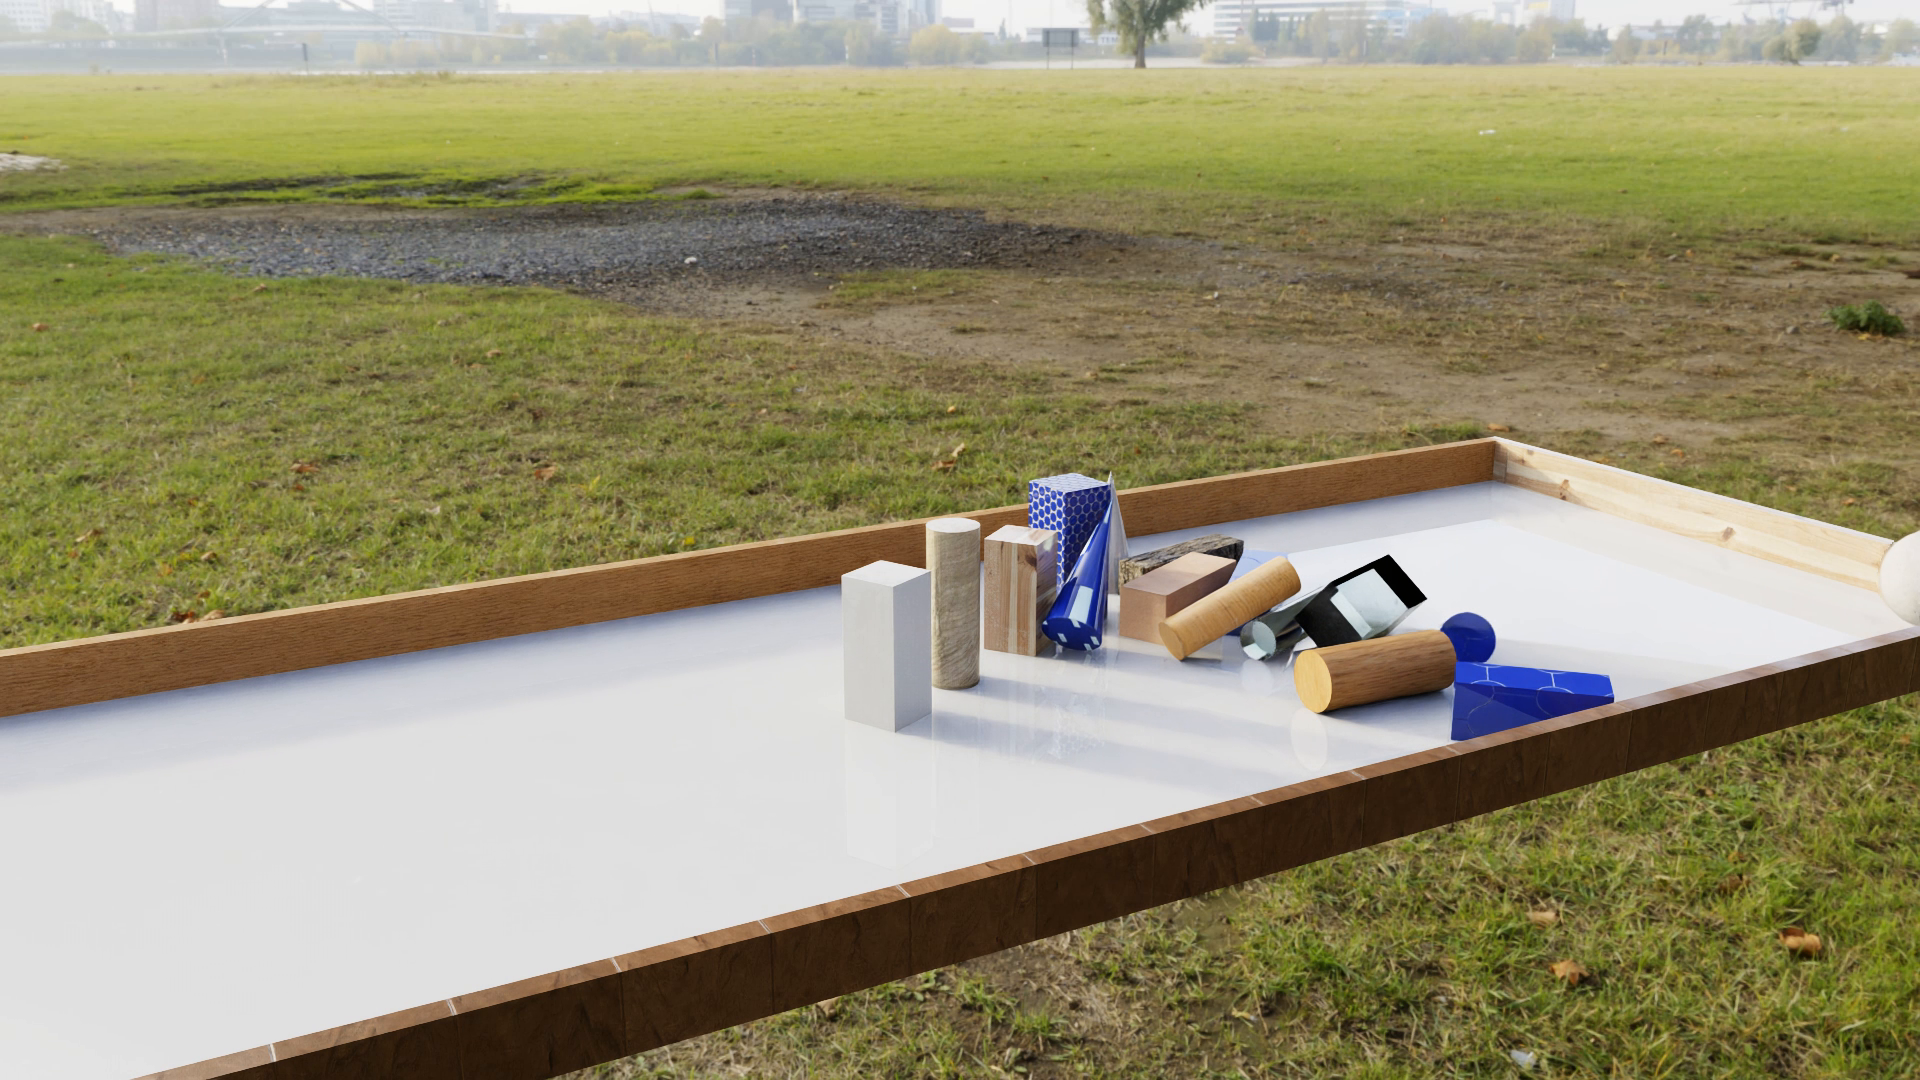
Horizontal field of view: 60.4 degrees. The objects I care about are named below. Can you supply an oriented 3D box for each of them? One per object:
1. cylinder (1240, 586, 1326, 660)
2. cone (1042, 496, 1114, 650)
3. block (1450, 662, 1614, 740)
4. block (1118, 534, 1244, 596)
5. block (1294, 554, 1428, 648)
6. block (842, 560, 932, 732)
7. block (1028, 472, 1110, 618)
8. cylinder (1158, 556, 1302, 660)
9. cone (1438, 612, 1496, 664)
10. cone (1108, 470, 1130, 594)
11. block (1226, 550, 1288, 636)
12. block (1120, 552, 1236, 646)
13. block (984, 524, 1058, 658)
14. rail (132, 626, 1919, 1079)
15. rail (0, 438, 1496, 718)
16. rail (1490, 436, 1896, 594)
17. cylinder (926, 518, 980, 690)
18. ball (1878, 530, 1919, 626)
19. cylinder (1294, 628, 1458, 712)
[{"bbox_3d":[0.895,0.220,4.421,0.106,0.106,0.384,13,21,38],"label":"cylinder"},{"bbox_3d":[0.355,0.062,4.409,0.163,0.163,0.447,7,58,21],"label":"cone"},{"bbox_3d":[1.310,0.385,3.792,0.339,0.142,0.142,5,17,15],"label":"block"},{"bbox_3d":[0.659,0.081,4.891,0.429,0.106,0.106,-14,21,-39],"label":"block"},{"bbox_3d":[1.058,0.180,4.349,0.319,0.158,0.158,-18,64,-47],"label":"block"},{"bbox_3d":[-0.170,0.248,3.880,0.149,0.356,0.149,11,20,33],"label":"block"},{"bbox_3d":[0.301,0.028,4.575,0.159,0.387,0.159,-11,20,-33],"label":"block"},{"bbox_3d":[0.709,0.177,4.329,0.378,0.111,0.111,-28,25,-15],"label":"cylinder"},{"bbox_3d":[1.309,0.246,4.390,0.146,0.146,0.334,1,4,4],"label":"cone"},{"bbox_3d":[0.440,-0.035,4.852,0.172,0.351,0.172,0,16,0],"label":"cone"},{"bbox_3d":[0.832,0.147,4.630,0.126,0.126,0.406,5,17,16],"label":"block"},{"bbox_3d":[0.606,0.158,4.567,0.141,0.141,0.397,12,20,35],"label":"block"},{"bbox_3d":[0.161,0.133,4.363,0.147,0.304,0.147,7,18,24],"label":"block"},{"bbox_3d":[-2.336,1.006,1.665,12.000,0.150,0.050,-9,18,-27],"label":"rail"},{"bbox_3d":[-3.305,0.497,3.399,12.000,0.150,0.050,-9,18,-27],"label":"rail"},{"bbox_3d":[2.466,-0.048,5.253,0.050,0.150,2.100,-9,18,-27],"label":"rail"},{"bbox_3d":[-0.017,0.159,4.093,0.133,0.407,0.133,0,16,0],"label":"cylinder"},{"bbox_3d":[2.664,0.107,4.495,0.279,0.279,0.279,0,16,0],"label":"ball"},{"bbox_3d":[1.012,0.316,4.013,0.372,0.151,0.151,-7,18,-23],"label":"cylinder"}]
